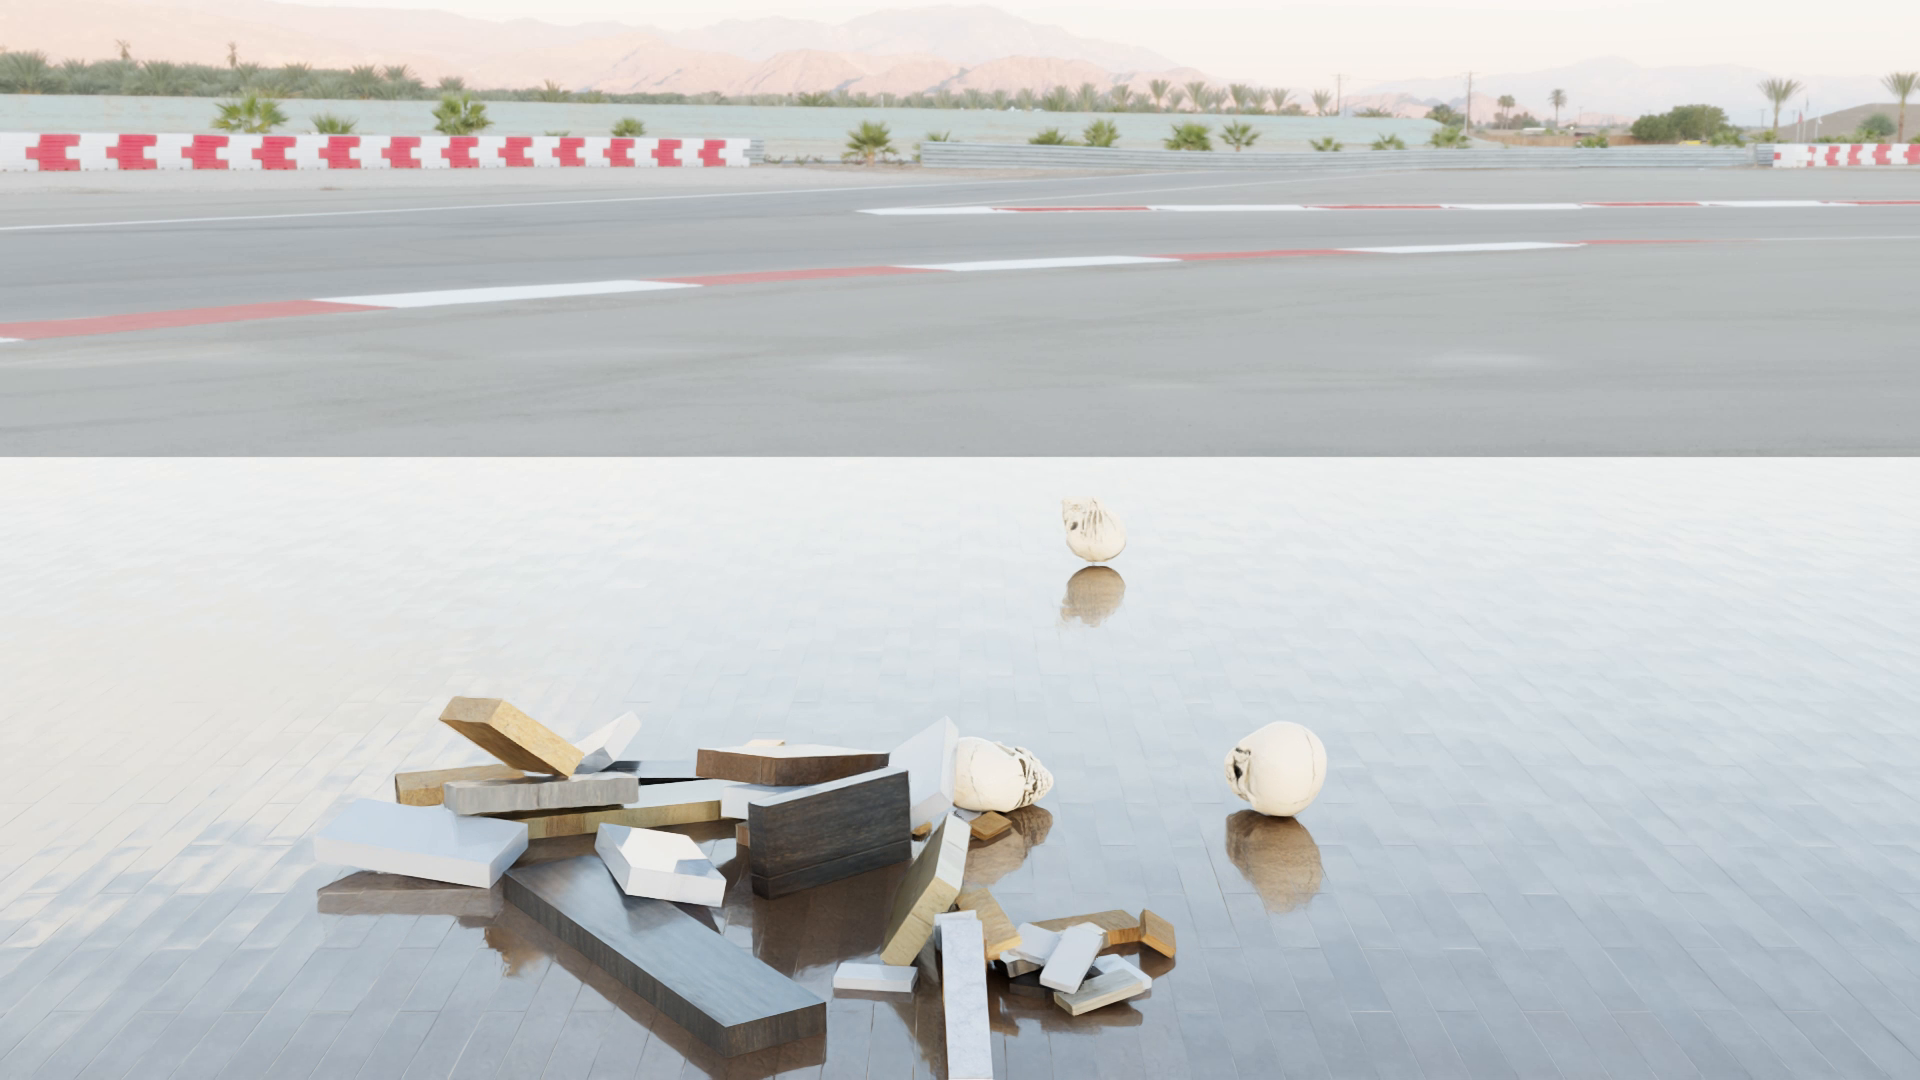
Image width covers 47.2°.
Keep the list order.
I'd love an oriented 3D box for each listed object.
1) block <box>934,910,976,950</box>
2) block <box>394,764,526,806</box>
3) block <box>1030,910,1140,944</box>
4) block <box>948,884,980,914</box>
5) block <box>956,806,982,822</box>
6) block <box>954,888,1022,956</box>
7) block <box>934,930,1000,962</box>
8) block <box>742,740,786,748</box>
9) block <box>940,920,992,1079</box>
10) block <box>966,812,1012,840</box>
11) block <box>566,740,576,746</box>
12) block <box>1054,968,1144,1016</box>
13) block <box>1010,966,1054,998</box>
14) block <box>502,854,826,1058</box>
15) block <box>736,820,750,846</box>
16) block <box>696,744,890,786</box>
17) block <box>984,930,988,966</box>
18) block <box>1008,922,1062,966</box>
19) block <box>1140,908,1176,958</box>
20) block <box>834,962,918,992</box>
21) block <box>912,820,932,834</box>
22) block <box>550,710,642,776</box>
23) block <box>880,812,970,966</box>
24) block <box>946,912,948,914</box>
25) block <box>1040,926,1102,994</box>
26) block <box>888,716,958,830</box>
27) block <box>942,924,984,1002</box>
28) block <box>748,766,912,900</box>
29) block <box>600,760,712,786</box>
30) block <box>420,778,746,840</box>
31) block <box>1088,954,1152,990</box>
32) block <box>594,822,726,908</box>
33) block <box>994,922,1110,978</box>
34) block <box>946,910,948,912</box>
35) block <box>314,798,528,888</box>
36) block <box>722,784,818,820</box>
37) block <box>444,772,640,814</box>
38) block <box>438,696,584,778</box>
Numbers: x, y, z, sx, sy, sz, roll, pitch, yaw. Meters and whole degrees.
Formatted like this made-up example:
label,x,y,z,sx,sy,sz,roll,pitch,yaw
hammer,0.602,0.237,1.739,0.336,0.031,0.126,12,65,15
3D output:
label,x,y,z,sx,sy,sz,roll,pitch,yaw
block,-0.006,0.576,3.244,0.059,0.017,0.119,-6,-27,-4
block,-0.959,0.470,4.224,0.237,0.034,0.118,-4,11,-19
block,0.200,0.616,3.464,0.163,0.023,0.081,-4,11,-22
block,0.010,0.570,3.417,0.057,0.016,0.113,-7,17,-5
block,0.014,0.512,4.042,0.045,0.013,0.091,6,11,5
block,0.041,0.576,3.327,0.054,0.015,0.165,-17,22,-12
block,0.010,0.618,3.364,0.081,0.023,0.163,-6,2,-6
block,-0.398,0.419,4.394,0.066,0.019,0.132,1,4,9
block,0.008,0.637,3.048,0.058,0.017,0.292,0,35,-3
block,0.051,0.518,3.987,0.045,0.013,0.091,26,22,27
block,-0.842,0.424,4.514,0.132,0.019,0.066,8,13,36
block,0.202,0.659,3.206,0.117,0.017,0.058,-14,15,-22
block,0.119,0.654,3.282,0.054,0.015,0.109,4,11,22
block,-0.473,0.622,3.374,0.160,0.045,0.780,-7,13,-33
block,-0.273,0.531,3.895,0.237,0.034,0.118,9,14,41
block,-0.306,0.418,4.096,0.180,0.051,0.360,3,-2,33
block,0.010,0.615,3.243,0.059,0.119,0.017,0,46,0
block,0.131,0.609,3.275,0.109,0.015,0.054,15,41,22
block,0.308,0.613,3.431,0.054,0.015,0.109,31,11,-3
block,-0.126,0.653,3.284,0.117,0.017,0.059,2,11,9
block,-0.103,0.520,4.013,0.091,0.013,0.045,5,12,26
block,-0.717,0.417,4.317,0.135,0.038,0.269,-31,7,8
block,-0.052,0.550,3.459,0.044,0.157,0.314,33,11,-3
block,0.004,0.597,3.437,0.057,0.016,0.113,-6,2,-5
block,0.164,0.617,3.234,0.054,0.015,0.109,13,39,22
block,-0.072,0.435,4.028,0.135,0.038,0.269,-34,19,16
block,0.004,0.616,3.199,0.059,0.119,0.017,0,20,0
block,-0.217,0.495,3.744,0.314,0.157,0.044,-9,11,-41
block,-0.539,0.461,4.273,0.340,0.034,0.118,0,11,-1
block,-0.688,0.500,4.047,0.665,0.038,0.135,-4,11,-19
block,0.237,0.651,3.301,0.054,0.015,0.109,-5,12,-25
block,-0.502,0.539,3.662,0.157,0.044,0.314,12,2,-19
block,0.137,0.619,3.327,0.163,0.023,0.081,-15,5,-14
block,0.001,0.584,3.519,0.057,0.016,0.113,-6,-13,-4
block,-0.927,0.520,3.791,0.320,0.045,0.160,7,19,11
block,-0.266,0.470,3.965,0.180,0.051,0.360,4,-1,21
block,-0.752,0.453,3.947,0.320,0.045,0.160,-1,-1,-22
block,-0.837,0.363,4.084,0.180,0.051,0.360,38,-18,-20
